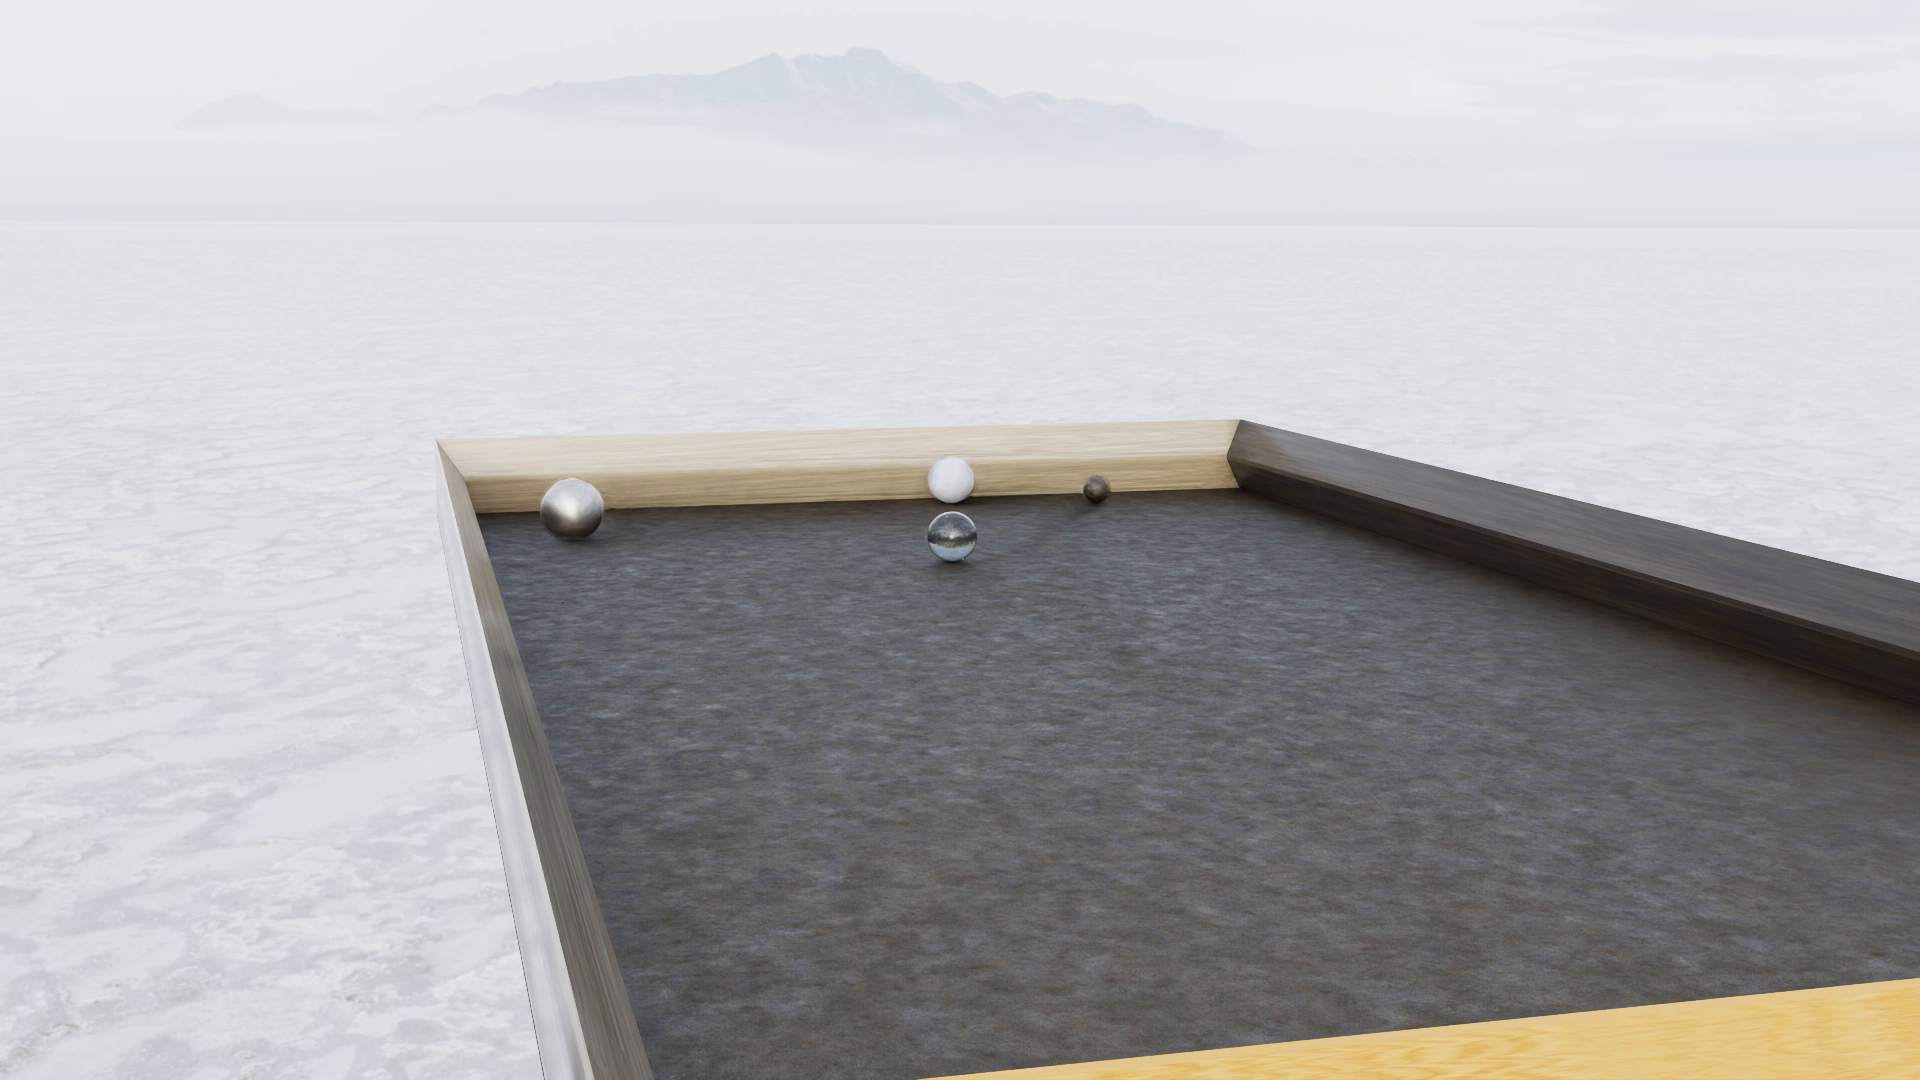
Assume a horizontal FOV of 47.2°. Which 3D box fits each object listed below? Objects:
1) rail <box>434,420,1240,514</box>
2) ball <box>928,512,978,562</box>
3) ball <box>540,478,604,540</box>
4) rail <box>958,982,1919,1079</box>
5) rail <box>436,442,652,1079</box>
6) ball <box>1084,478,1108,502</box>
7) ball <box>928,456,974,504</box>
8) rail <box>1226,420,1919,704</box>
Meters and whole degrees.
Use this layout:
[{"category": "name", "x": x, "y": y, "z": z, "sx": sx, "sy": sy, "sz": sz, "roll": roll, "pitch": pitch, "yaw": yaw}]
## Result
[{"category": "rail", "x": -0.183, "y": -0.135, "z": 3.999, "sx": 1.500, "sy": 0.130, "sz": 0.045, "roll": -2, "pitch": 9, "yaw": -14}, {"category": "ball", "x": -0.012, "y": -0.005, "z": 3.320, "sx": 0.076, "sy": 0.076, "sz": 0.076, "roll": 0, "pitch": 8, "yaw": 0}, {"category": "ball", "x": -0.623, "y": -0.049, "z": 3.536, "sx": 0.100, "sy": 0.100, "sz": 0.100, "roll": 0, "pitch": 8, "yaw": 0}, {"category": "rail", "x": 0.560, "y": 0.286, "z": 1.183, "sx": 1.500, "sy": 0.130, "sz": 0.045, "roll": -2, "pitch": 9, "yaw": -14}, {"category": "rail", "x": -0.514, "y": 0.103, "z": 2.410, "sx": 0.045, "sy": 0.130, "sz": 2.990, "roll": -2, "pitch": 9, "yaw": -14}, {"category": "ball", "x": 0.248, "y": -0.091, "z": 4.000, "sx": 0.045, "sy": 0.045, "sz": 0.045, "roll": 0, "pitch": 8, "yaw": 0}, {"category": "ball", "x": -0.016, "y": -0.109, "z": 3.984, "sx": 0.085, "sy": 0.085, "sz": 0.085, "roll": 0, "pitch": 8, "yaw": 0}, {"category": "rail", "x": 0.891, "y": 0.048, "z": 2.772, "sx": 0.045, "sy": 0.130, "sz": 2.990, "roll": -2, "pitch": 9, "yaw": -14}]
